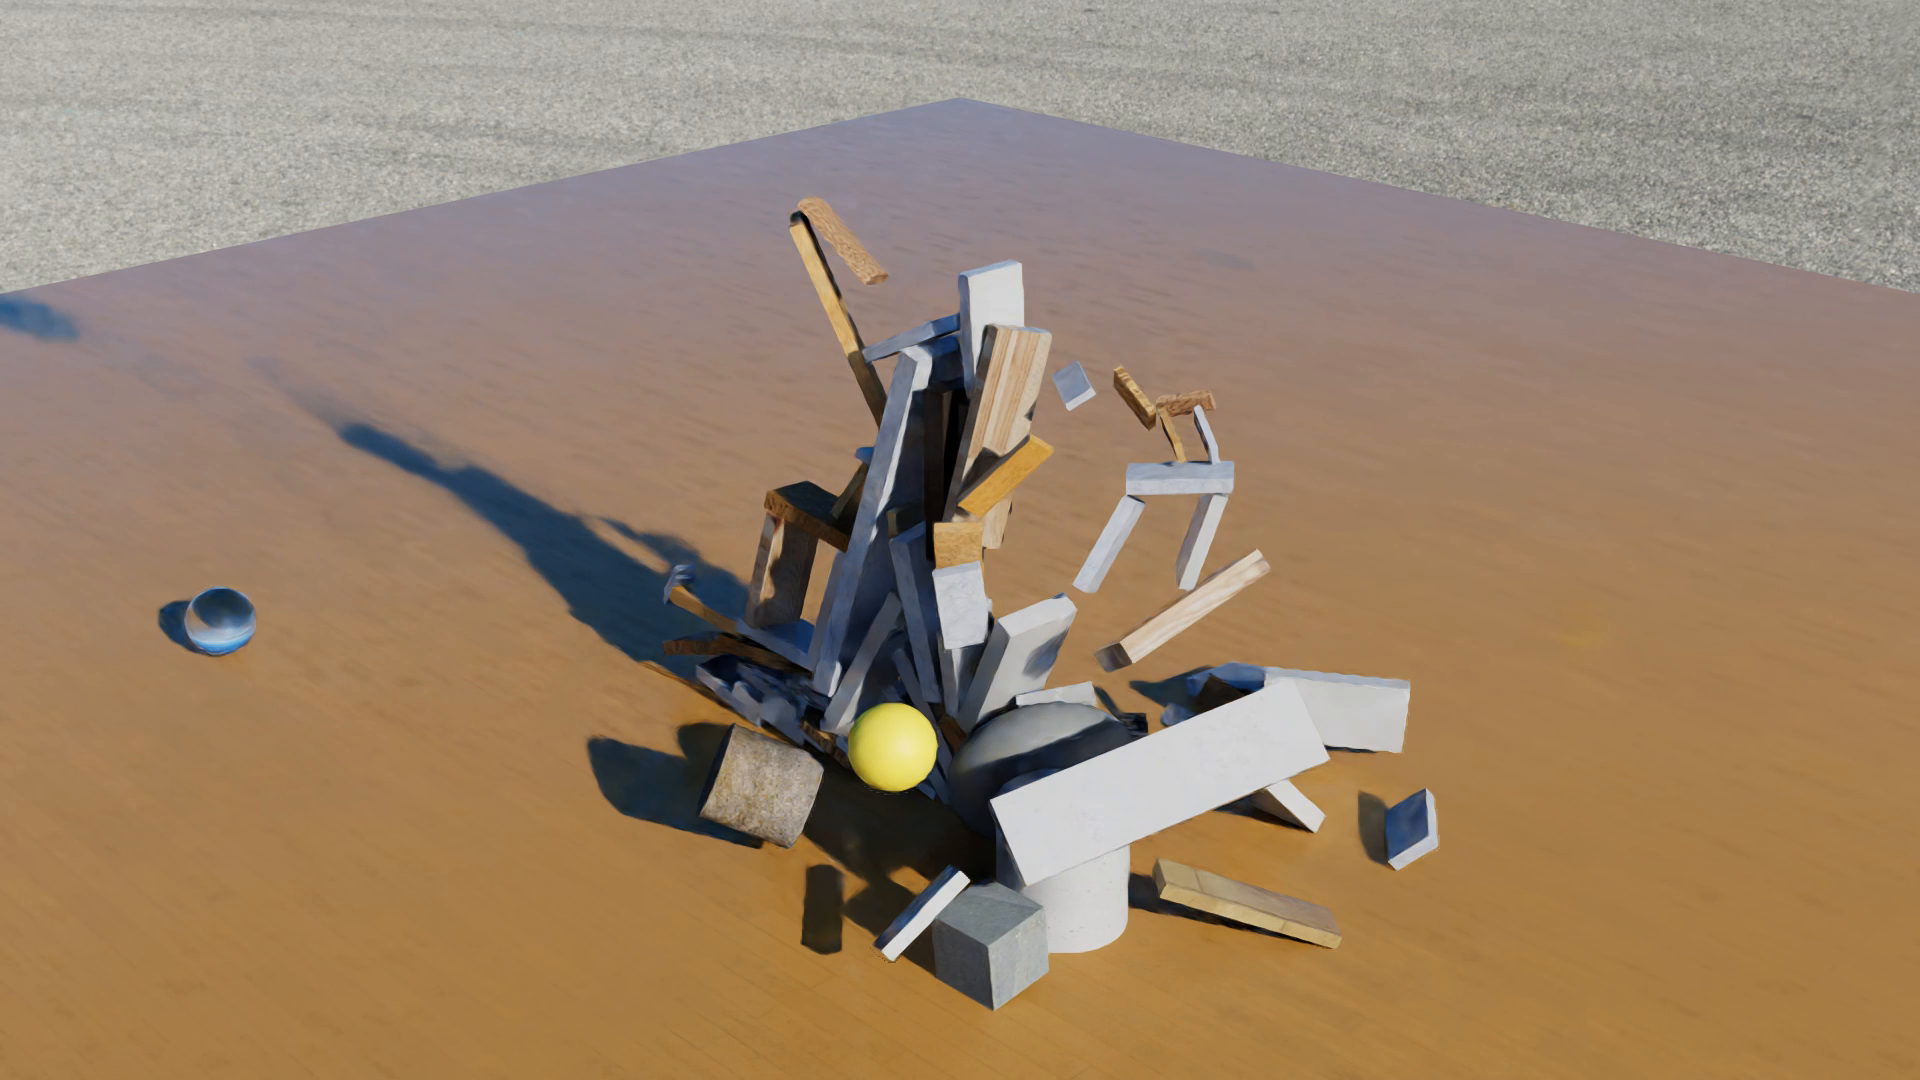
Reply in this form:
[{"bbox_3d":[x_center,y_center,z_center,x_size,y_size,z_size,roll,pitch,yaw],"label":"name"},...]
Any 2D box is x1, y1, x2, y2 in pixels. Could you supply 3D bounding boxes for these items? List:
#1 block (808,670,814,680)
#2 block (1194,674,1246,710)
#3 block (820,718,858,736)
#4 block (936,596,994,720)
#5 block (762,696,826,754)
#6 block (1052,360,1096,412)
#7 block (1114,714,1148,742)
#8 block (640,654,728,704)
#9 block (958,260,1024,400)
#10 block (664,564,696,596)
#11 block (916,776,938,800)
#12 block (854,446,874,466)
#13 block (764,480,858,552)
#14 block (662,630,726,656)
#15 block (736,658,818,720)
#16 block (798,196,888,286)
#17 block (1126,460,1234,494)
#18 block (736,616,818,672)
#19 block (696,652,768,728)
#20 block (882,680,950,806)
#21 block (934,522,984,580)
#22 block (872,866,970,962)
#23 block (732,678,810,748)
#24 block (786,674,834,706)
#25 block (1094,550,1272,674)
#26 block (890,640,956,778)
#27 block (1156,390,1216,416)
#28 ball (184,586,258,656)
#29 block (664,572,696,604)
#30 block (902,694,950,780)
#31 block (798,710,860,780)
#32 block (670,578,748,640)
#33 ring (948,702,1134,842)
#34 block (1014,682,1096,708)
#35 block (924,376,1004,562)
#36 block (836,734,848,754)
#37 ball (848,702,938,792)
[{"bbox_3d":[-0.271,0.293,4.610,0.048,0.014,0.095,-21,41,-37],"label":"block"},{"bbox_3d":[0.545,0.333,4.570,0.020,0.069,0.139,30,2,-28],"label":"block"},{"bbox_3d":[-0.201,0.385,4.601,0.170,0.024,0.085,8,23,35],"label":"block"},{"bbox_3d":[0.016,0.226,4.240,0.035,0.249,0.125,28,56,27],"label":"block"},{"bbox_3d":[-0.322,0.378,4.735,0.201,0.028,0.100,35,38,32],"label":"block"},{"bbox_3d":[0.206,-0.282,4.009,0.057,0.016,0.113,-32,32,8],"label":"block"},{"bbox_3d":[0.371,0.416,4.755,0.069,0.020,0.139,1,23,2],"label":"block"},{"bbox_3d":[-0.591,0.322,4.986,0.349,0.013,0.046,19,30,38],"label":"block"},{"bbox_3d":[0.061,-0.385,4.040,0.119,0.238,0.034,-18,27,-30],"label":"block"},{"bbox_3d":[-0.629,0.088,4.931,0.046,0.093,0.013,-7,56,-34],"label":"block"},{"bbox_3d":[-0.094,0.461,4.550,0.170,0.024,0.085,35,37,18],"label":"block"},{"bbox_3d":[-0.140,-0.150,4.438,0.138,0.020,0.069,32,26,32],"label":"block"},{"bbox_3d":[-0.265,-0.043,4.544,0.258,0.037,0.129,28,27,28],"label":"block"},{"bbox_3d":[-0.555,0.229,4.920,0.112,0.032,0.224,-14,6,-42],"label":"block"},{"bbox_3d":[-0.381,0.311,4.767,0.100,0.028,0.201,-19,44,-41],"label":"block"},{"bbox_3d":[-0.223,-0.573,4.215,0.201,0.028,0.100,50,13,4],"label":"block"},{"bbox_3d":[0.393,-0.111,3.925,0.189,0.027,0.094,-1,22,8],"label":"block"},{"bbox_3d":[-0.346,0.212,4.666,0.236,0.033,0.118,26,26,24],"label":"block"},{"bbox_3d":[-0.474,0.329,4.888,0.112,0.032,0.224,-20,42,-39],"label":"block"},{"bbox_3d":[-0.041,0.398,4.524,0.135,0.269,0.038,-25,-6,-44],"label":"block"},{"bbox_3d":[-0.001,0.044,4.106,0.089,0.177,0.025,-1,41,2],"label":"block"},{"bbox_3d":[-0.069,0.652,3.848,0.194,0.027,0.097,-45,6,-11],"label":"block"},{"bbox_3d":[-0.378,0.364,4.795,0.224,0.032,0.112,33,37,30],"label":"block"},{"bbox_3d":[-0.307,0.313,4.676,0.115,0.016,0.058,25,33,27],"label":"block"},{"bbox_3d":[0.404,0.131,4.004,0.319,0.045,0.159,-33,-1,-17],"label":"block"},{"bbox_3d":[-0.025,0.321,4.426,0.040,0.283,0.142,-15,13,44],"label":"block"},{"bbox_3d":[0.407,-0.246,3.970,0.099,0.050,0.014,-7,59,17],"label":"block"},{"bbox_3d":[-1.718,0.188,5.112,0.160,0.160,0.160,0,23,0],"label":"ball"},{"bbox_3d":[-0.630,0.109,4.936,0.046,0.093,0.013,-8,57,-35],"label":"block"},{"bbox_3d":[0.000,0.407,4.500,0.135,0.269,0.038,-26,-4,-45],"label":"block"},{"bbox_3d":[-0.235,0.425,4.640,0.201,0.028,0.100,37,39,29],"label":"block"},{"bbox_3d":[-0.514,0.151,4.839,0.236,0.033,0.118,25,25,36],"label":"block"},{"bbox_3d":[0.162,0.454,4.239,0.378,0.378,0.126,-4,48,-10],"label":"ring"},{"bbox_3d":[0.194,0.402,4.317,0.150,0.300,0.042,-11,47,-4],"label":"block"},{"bbox_3d":[0.009,-0.140,4.201,0.048,0.340,0.170,18,28,39],"label":"block"},{"bbox_3d":[-0.169,0.449,4.584,0.170,0.024,0.085,35,39,27],"label":"block"},{"bbox_3d":[-0.127,0.389,4.134,0.169,0.169,0.169,0,23,0],"label":"ball"}]
